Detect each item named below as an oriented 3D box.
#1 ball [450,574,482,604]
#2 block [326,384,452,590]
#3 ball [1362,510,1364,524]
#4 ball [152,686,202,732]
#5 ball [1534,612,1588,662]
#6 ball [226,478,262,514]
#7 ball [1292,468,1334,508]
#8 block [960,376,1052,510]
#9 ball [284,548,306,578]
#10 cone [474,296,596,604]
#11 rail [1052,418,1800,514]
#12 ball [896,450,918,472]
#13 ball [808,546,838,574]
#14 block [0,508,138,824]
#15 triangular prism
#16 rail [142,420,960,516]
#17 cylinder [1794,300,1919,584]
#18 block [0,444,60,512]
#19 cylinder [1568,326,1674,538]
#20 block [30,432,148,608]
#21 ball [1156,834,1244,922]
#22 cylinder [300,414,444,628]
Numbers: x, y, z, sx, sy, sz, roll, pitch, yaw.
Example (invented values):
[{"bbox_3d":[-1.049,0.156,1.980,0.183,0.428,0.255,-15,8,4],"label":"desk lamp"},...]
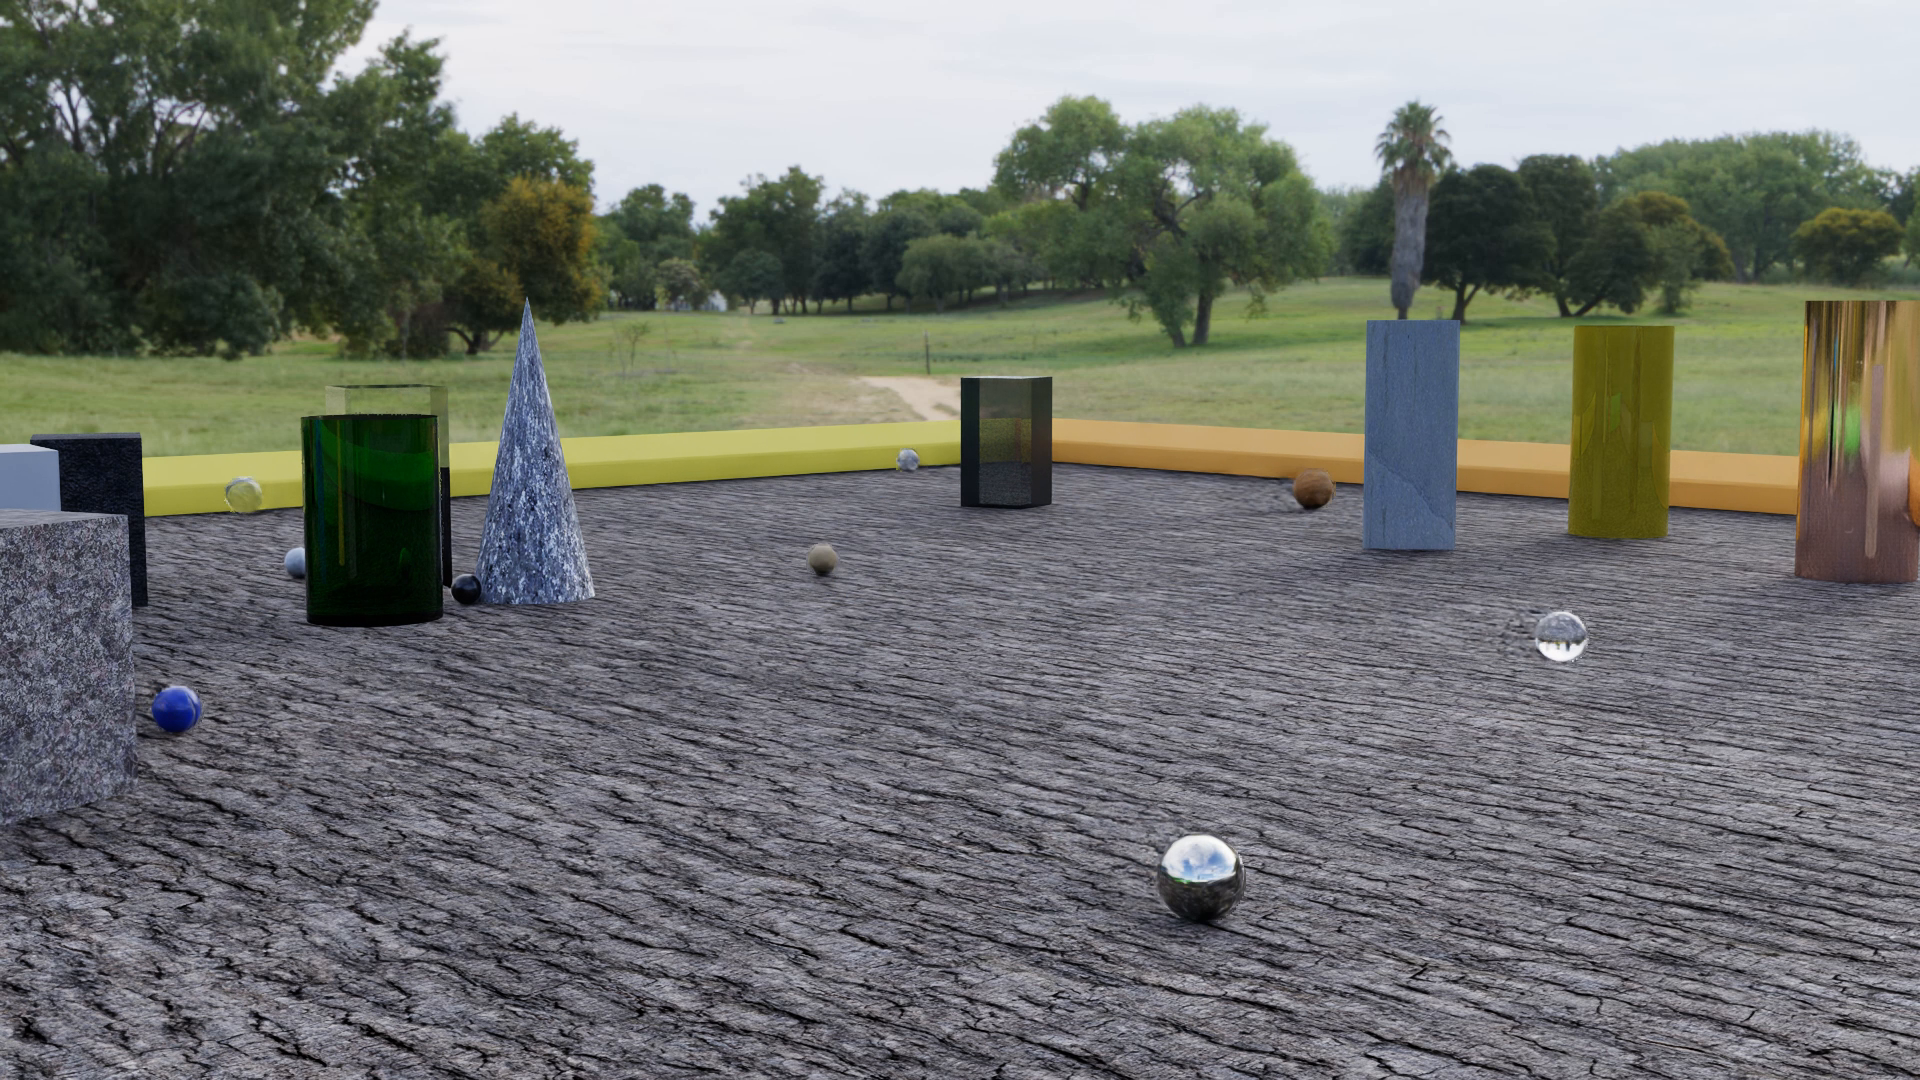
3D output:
[{"bbox_3d":[-0.746,0.074,3.323,0.046,0.046,0.046,0,6,0],"label":"ball"},{"bbox_3d":[-0.914,-0.085,3.517,0.153,0.321,0.153,-4,7,-30],"label":"block"},{"bbox_3d":[0.821,-0.044,4.256,0.085,0.085,0.085,0,6,0],"label":"ball"},{"bbox_3d":[-0.825,0.178,2.316,0.049,0.049,0.049,0,6,0],"label":"ball"},{"bbox_3d":[0.760,0.122,2.780,0.064,0.064,0.064,0,6,0],"label":"ball"},{"bbox_3d":[-1.558,-0.097,4.785,0.078,0.078,0.078,0,6,0],"label":"ball"},{"bbox_3d":[0.786,-0.114,4.899,0.089,0.089,0.089,0,6,0],"label":"ball"},{"bbox_3d":[0.105,-0.223,4.970,0.153,0.290,0.153,3,7,29],"label":"block"},{"bbox_3d":[-1.096,0.038,3.651,0.049,0.049,0.049,0,6,0],"label":"ball"},{"bbox_3d":[-0.663,-0.144,3.393,0.191,0.464,0.191,0,6,0],"label":"cone"},{"bbox_3d":[1.674,-0.129,4.868,0.045,0.124,4.417,-6,8,-42],"label":"rail"},{"bbox_3d":[-0.143,-0.216,5.990,0.062,0.062,0.062,0,6,0],"label":"ball"},{"bbox_3d":[-0.230,0.033,3.688,0.050,0.050,0.050,0,6,0],"label":"ball"},{"bbox_3d":[-0.863,0.108,1.990,0.153,0.256,0.153,3,7,26],"label":"block"},{"bbox_3d":[0.843,-0.201,4.136,0.166,0.423,0.143,1,6,8],"label":"triangular prism"},{"bbox_3d":[-1.482,-0.136,4.929,4.602,0.124,0.045,-6,8,-42],"label":"rail"},{"bbox_3d":[1.492,-0.166,3.639,0.191,0.457,0.191,0,6,0],"label":"cylinder"},{"bbox_3d":[-1.107,0.042,2.473,0.153,0.287,0.153,-4,7,-35],"label":"block"},{"bbox_3d":[1.305,-0.217,4.342,0.191,0.410,0.191,0,6,0],"label":"cylinder"},{"bbox_3d":[-1.316,-0.031,3.325,0.153,0.253,0.153,-2,6,-21],"label":"block"},{"bbox_3d":[0.175,0.246,1.603,0.063,0.063,0.063,0,6,0],"label":"ball"},{"bbox_3d":[-0.844,-0.032,3.159,0.191,0.290,0.191,0,6,0],"label":"cylinder"}]
